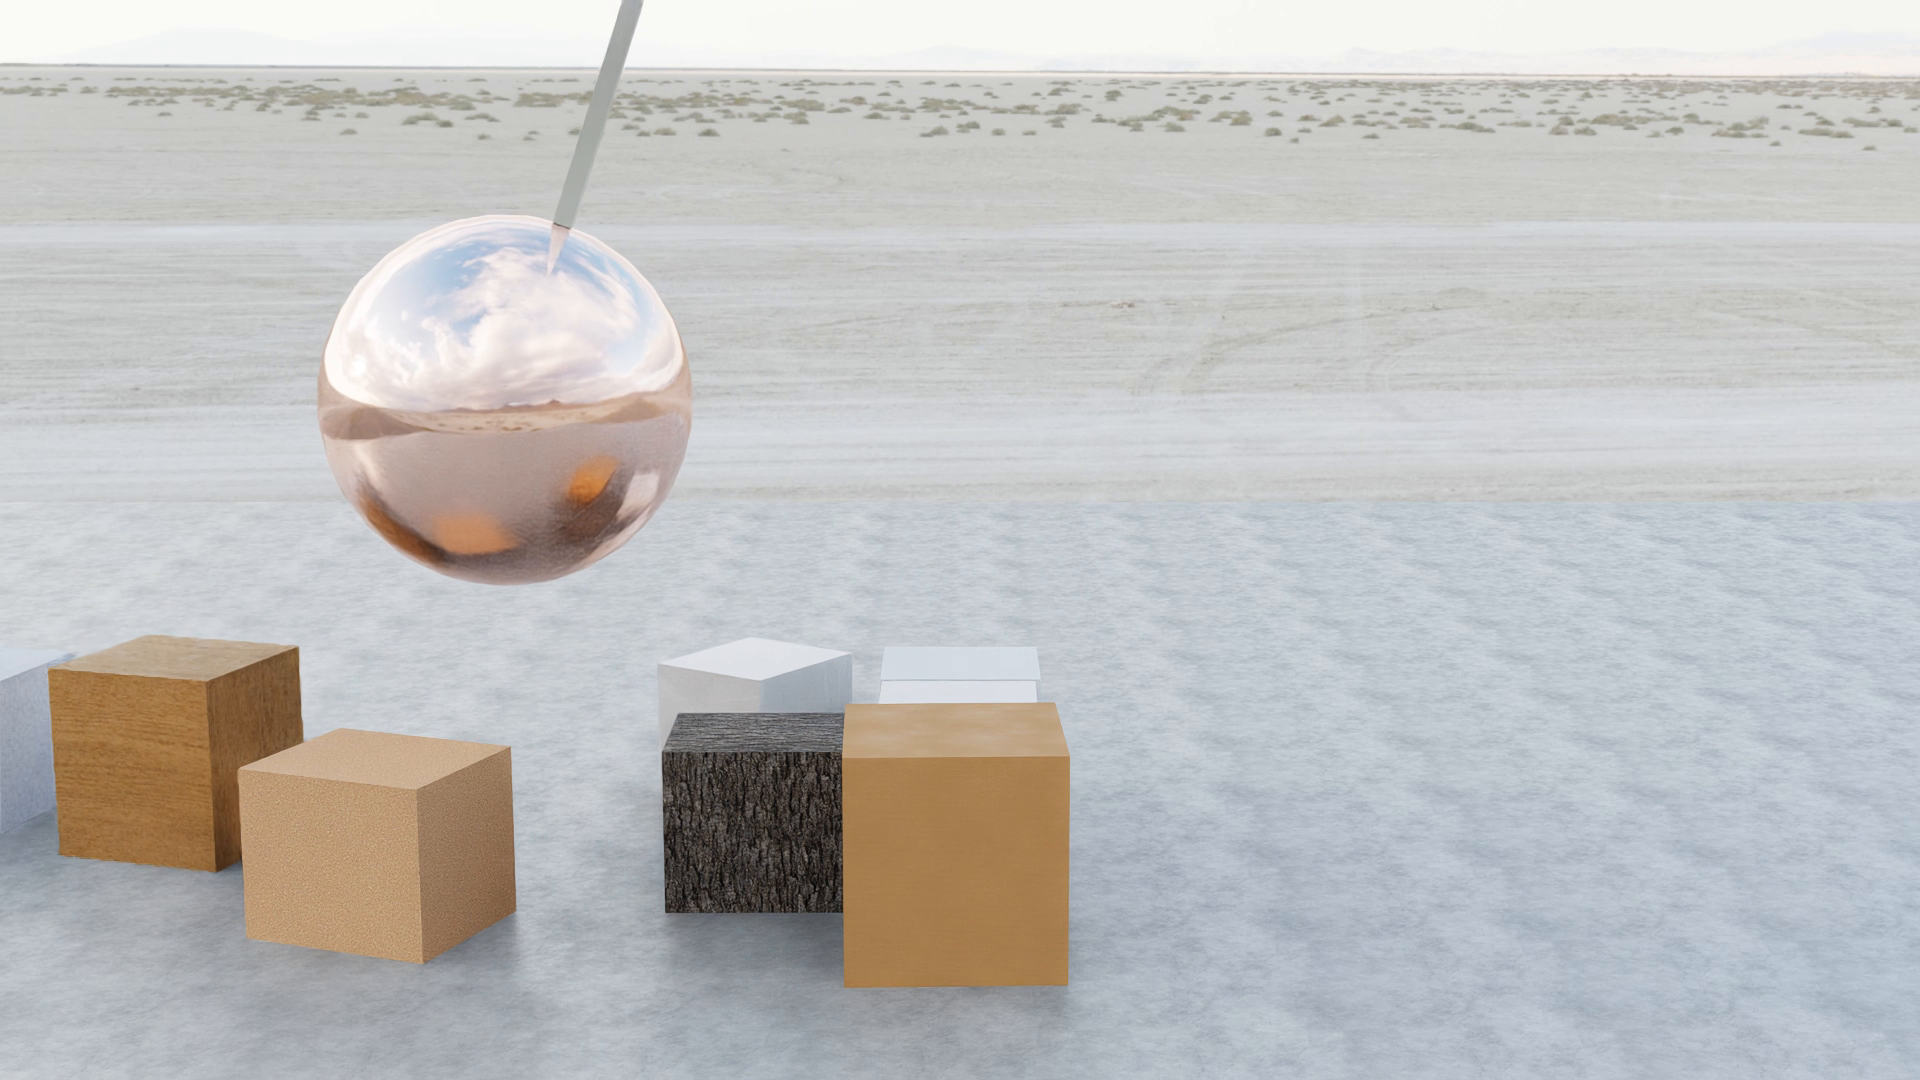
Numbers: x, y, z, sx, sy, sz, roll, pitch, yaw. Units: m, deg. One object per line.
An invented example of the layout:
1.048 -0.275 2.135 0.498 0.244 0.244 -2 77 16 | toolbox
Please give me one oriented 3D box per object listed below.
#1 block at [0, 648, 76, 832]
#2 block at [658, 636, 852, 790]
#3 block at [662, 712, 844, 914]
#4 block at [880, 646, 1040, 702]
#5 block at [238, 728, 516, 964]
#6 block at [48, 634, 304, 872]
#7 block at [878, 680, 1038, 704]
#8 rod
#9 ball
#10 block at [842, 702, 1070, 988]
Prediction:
-4.777 0.946 12.366 0.741 0.714 0.736 2 11 12 | block
-1.017 0.903 12.802 0.648 0.644 0.730 7 12 34 | block
-0.866 1.174 11.144 0.769 0.703 0.677 0 10 0 | block
0.003 0.935 12.486 0.756 0.694 0.693 0 10 0 | block
-2.410 1.252 10.664 0.849 0.721 0.712 4 11 21 | block
-3.586 0.965 11.810 0.821 0.875 0.746 3 11 18 | block
-0.008 1.060 11.810 0.720 0.688 0.664 0 10 0 | block
-0.847 -3.762 10.496 0.080 5.200 0.080 19 10 -3 | rod
-1.953 -0.599 11.071 1.600 1.600 1.600 0 10 0 | ball
-0.027 1.209 10.337 0.874 0.923 0.861 0 10 -2 | block
